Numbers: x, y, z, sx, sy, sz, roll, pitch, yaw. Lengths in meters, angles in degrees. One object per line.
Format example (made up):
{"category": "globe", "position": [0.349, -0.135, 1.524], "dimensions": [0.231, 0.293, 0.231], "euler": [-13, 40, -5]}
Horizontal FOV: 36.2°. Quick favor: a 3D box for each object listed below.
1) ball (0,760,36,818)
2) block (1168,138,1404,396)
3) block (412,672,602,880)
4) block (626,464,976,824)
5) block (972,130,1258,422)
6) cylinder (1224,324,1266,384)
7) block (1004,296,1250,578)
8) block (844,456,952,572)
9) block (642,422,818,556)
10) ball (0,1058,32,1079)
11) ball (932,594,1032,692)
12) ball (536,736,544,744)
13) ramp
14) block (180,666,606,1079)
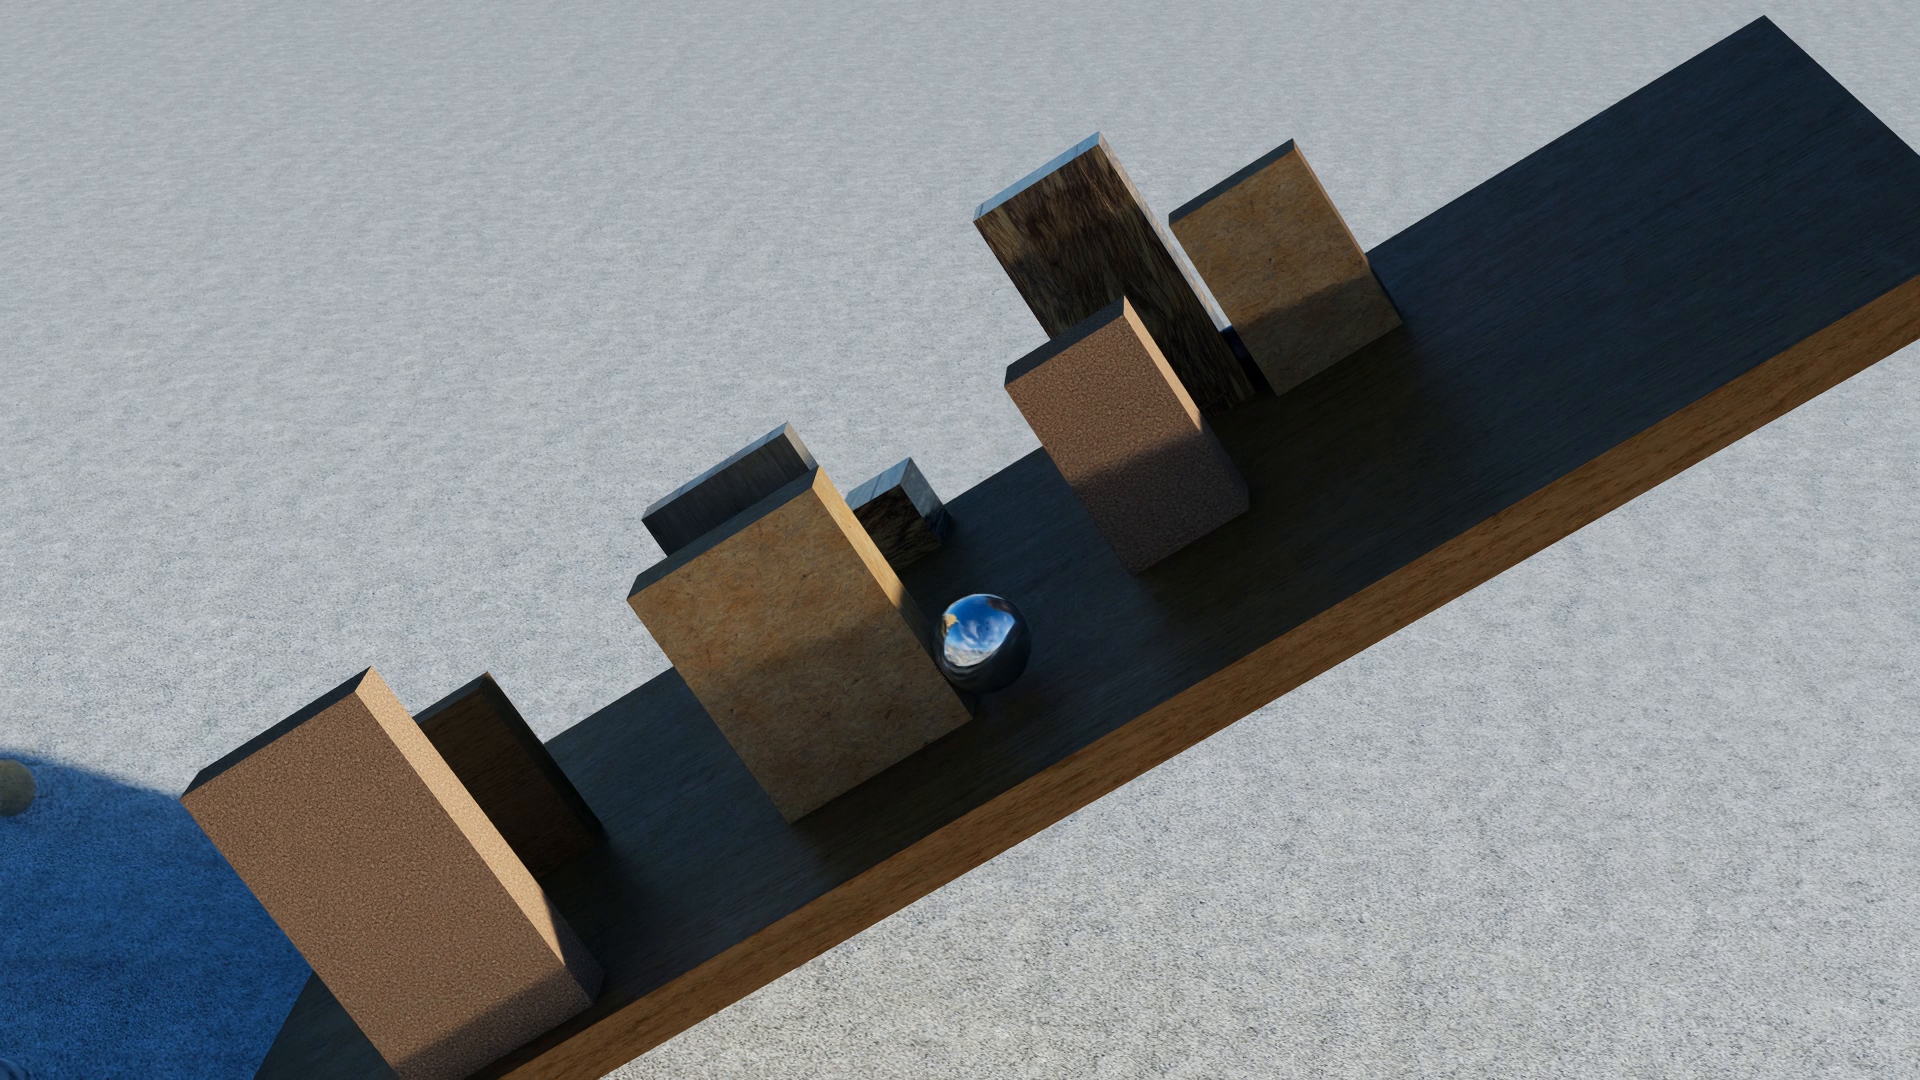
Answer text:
{"category": "ball", "position": [-2.591, 0.674, 7.988], "dimensions": [0.157, 0.157, 0.157], "euler": [0, 20, 0]}
{"category": "block", "position": [0.705, -0.589, 6.377], "dimensions": [0.314, 0.452, 0.111], "euler": [-31, 15, 14]}
{"category": "block", "position": [-1.096, 0.583, 6.582], "dimensions": [0.400, 0.443, 0.097], "euler": [-31, 15, 14]}
{"category": "block", "position": [-0.309, 0.211, 5.825], "dimensions": [0.441, 0.567, 0.136], "euler": [-31, 15, 14]}
{"category": "block", "position": [0.349, -0.537, 6.557], "dimensions": [0.326, 0.664, 0.134], "euler": [-31, 15, 14]}
{"category": "cylinder", "position": [0.689, -0.448, 6.574], "dimensions": [0.144, 0.144, 0.144], "euler": [-31, 16, 12]}
{"category": "block", "position": [0.338, -0.208, 5.928], "dimensions": [0.280, 0.476, 0.141], "euler": [-31, 15, 14]}
{"category": "block", "position": [-0.157, -0.052, 7.062], "dimensions": [0.182, 0.182, 0.182], "euler": [-29, 16, 18]}
{"category": "block", "position": [-0.475, 0.001, 7.112], "dimensions": [0.417, 0.420, 0.090], "euler": [-31, 15, 14]}
{"category": "ball", "position": [-2.127, 1.224, 6.482], "dimensions": [0.164, 0.164, 0.164], "euler": [0, 20, 0]}
{"category": "ball", "position": [0.044, 0.201, 5.751], "dimensions": [0.195, 0.195, 0.195], "euler": [0, 20, 0]}
{"category": "ball", "position": [-1.220, 0.608, 8.181], "dimensions": [0.147, 0.147, 0.147], "euler": [0, 20, 0]}
{"category": "ramp", "position": [0.140, 0.170, 6.295], "dimensions": [4.000, 0.100, 2.000], "euler": [-31, 15, 14]}
{"category": "block", "position": [-1.085, 0.670, 5.660], "dimensions": [0.423, 0.768, 0.126], "euler": [-31, 15, 14]}
